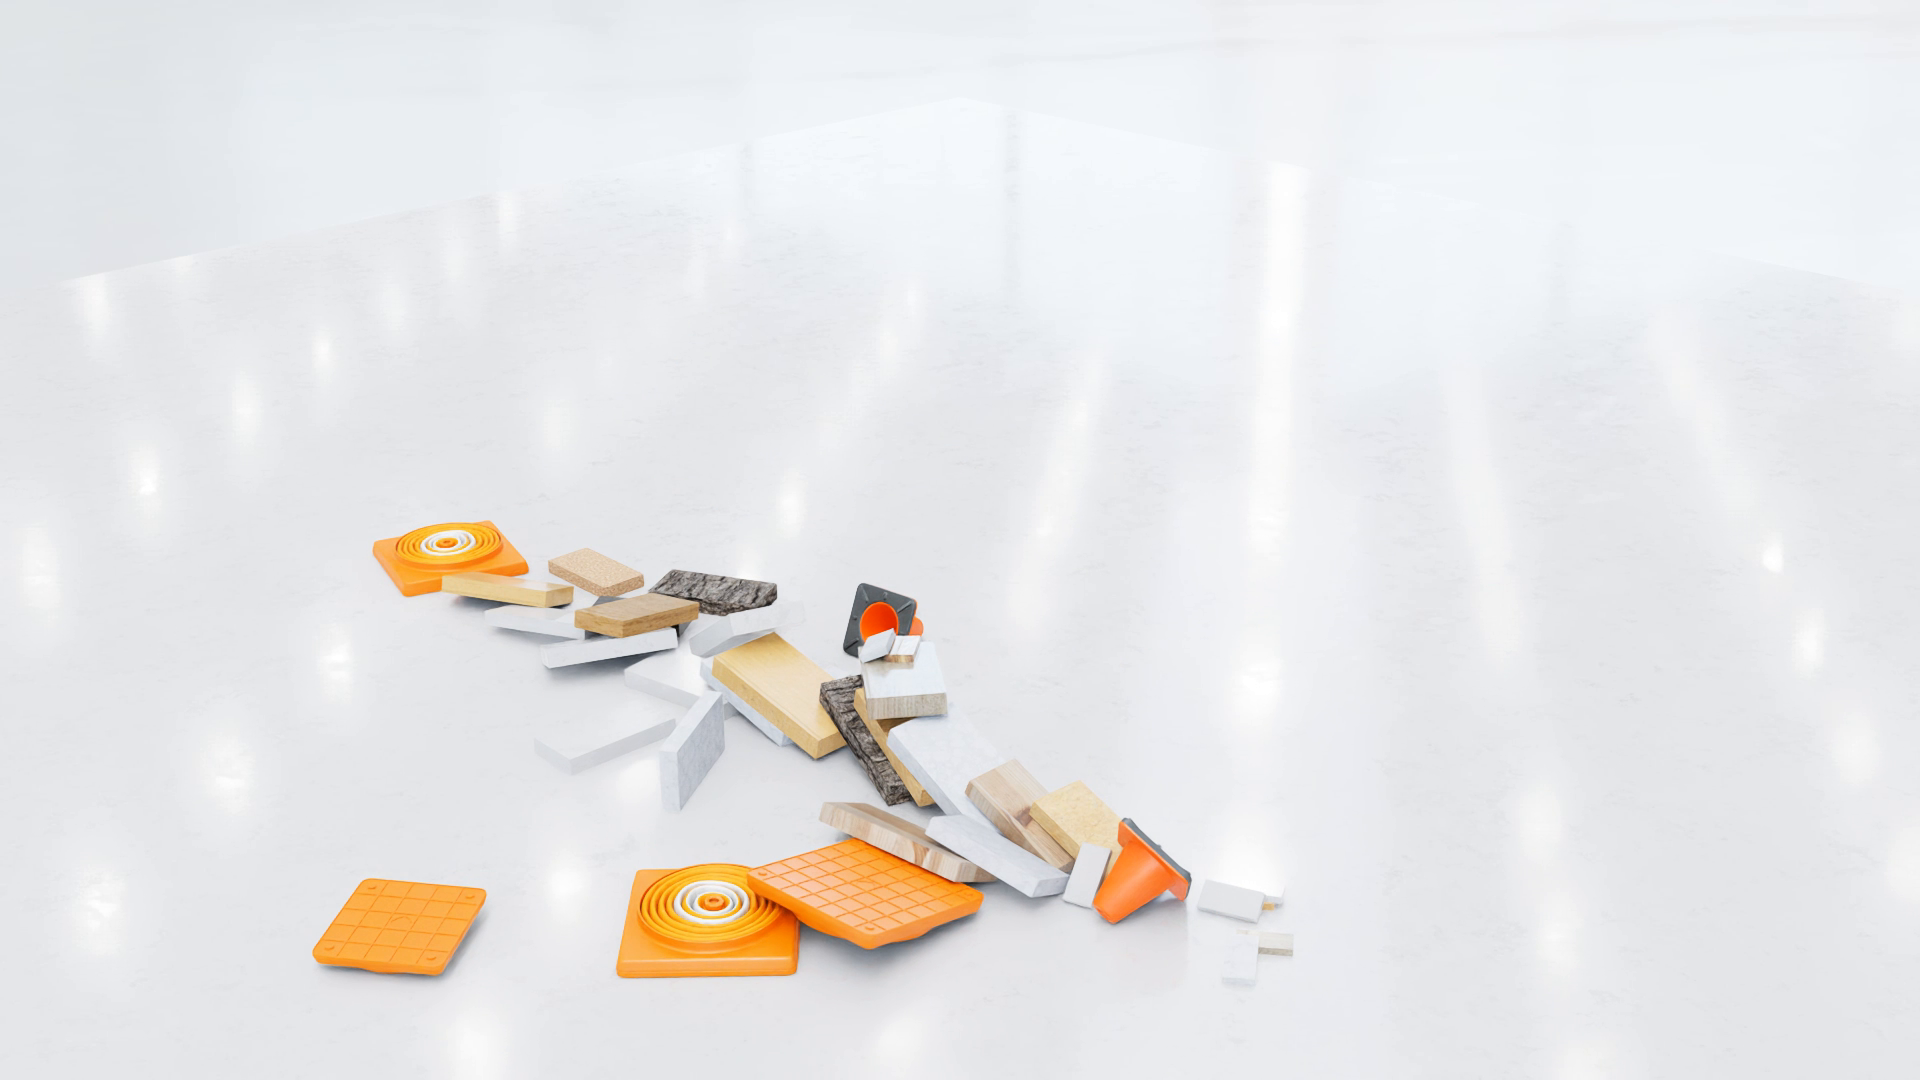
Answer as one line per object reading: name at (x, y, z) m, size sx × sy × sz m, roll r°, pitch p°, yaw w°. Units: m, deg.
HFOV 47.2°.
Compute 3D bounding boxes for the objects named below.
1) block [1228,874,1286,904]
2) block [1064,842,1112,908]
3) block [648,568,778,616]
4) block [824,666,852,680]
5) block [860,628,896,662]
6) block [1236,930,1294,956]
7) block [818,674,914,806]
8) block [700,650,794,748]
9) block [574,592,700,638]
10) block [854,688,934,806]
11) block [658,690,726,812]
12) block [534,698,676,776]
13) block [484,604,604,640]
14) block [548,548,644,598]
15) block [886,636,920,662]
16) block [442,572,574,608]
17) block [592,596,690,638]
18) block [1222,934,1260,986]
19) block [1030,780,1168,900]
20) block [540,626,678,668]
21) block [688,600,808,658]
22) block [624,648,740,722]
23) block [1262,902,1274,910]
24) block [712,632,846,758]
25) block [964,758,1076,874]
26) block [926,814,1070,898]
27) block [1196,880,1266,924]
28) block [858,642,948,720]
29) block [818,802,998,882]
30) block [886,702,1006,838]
block at (0.559, 0.659, 4.150) m, size 0.104 × 0.015 × 0.052 m, roll 7°, pitch 24°, yaw 16°
block at (0.242, 0.633, 4.153) m, size 0.058 × 0.016 × 0.116 m, roll 12°, pitch 68°, yaw 26°
block at (-0.606, 0.134, 5.394) m, size 0.283 × 0.040 × 0.141 m, roll 7°, pitch 24°, yaw 17°
block at (-0.309, 0.322, 4.981) m, size 0.060 × 0.017 × 0.120 m, roll 19°, pitch 30°, yaw 38°
block at (-0.175, 0.225, 4.683) m, size 0.060 × 0.017 × 0.120 m, roll -20°, pitch 13°, yaw 12°
block at (0.555, 0.735, 4.010) m, size 0.104 × 0.015 × 0.052 m, roll 3°, pitch 23°, yaw 8°
block at (-0.145, 0.409, 4.619) m, size 0.174 × 0.049 × 0.347 m, roll -11°, pitch 40°, yaw -26°
block at (-0.424, 0.336, 4.832) m, size 0.148 × 0.042 × 0.295 m, roll -20°, pitch 43°, yaw -39°
block at (-0.751, 0.174, 5.125) m, size 0.141 × 0.040 × 0.283 m, roll 10°, pitch 12°, yaw 29°
block at (-0.079, 0.411, 4.549) m, size 0.162 × 0.046 × 0.323 m, roll -11°, pitch 40°, yaw -25°
block at (-0.554, 0.435, 4.561) m, size 0.039 × 0.136 × 0.273 m, roll 5°, pitch 24°, yaw 13°
block at (-0.761, 0.419, 4.723) m, size 0.273 × 0.039 × 0.136 m, roll -20°, pitch 30°, yaw -39°
block at (-0.967, 0.192, 5.195) m, size 0.299 × 0.034 × 0.120 m, roll 6°, pitch 10°, yaw 29°
block at (-0.914, 0.084, 5.520) m, size 0.120 × 0.034 × 0.239 m, roll -21°, pitch 31°, yaw -40°
block at (-0.121, 0.232, 4.683) m, size 0.060 × 0.017 × 0.120 m, roll -1°, pitch 16°, yaw 7°
block at (-1.104, 0.120, 5.373) m, size 0.283 × 0.040 × 0.141 m, roll 8°, pitch 6°, yaw 17°
block at (-0.770, 0.183, 5.285) m, size 0.239 × 0.034 × 0.120 m, roll 5°, pitch 23°, yaw 11°
block at (0.504, 0.753, 3.945) m, size 0.058 × 0.016 × 0.116 m, roll 4°, pitch 31°, yaw 10°
block at (0.267, 0.577, 4.248) m, size 0.127 × 0.036 × 0.255 m, roll -20°, pitch 50°, yaw -39°
block at (-0.808, 0.244, 5.057) m, size 0.295 × 0.042 × 0.148 m, roll -9°, pitch 4°, yaw -16°
block at (-0.484, 0.205, 4.985) m, size 0.174 × 0.049 × 0.347 m, roll -11°, pitch -7°, yaw -24°
block at (-0.594, 0.322, 4.948) m, size 0.295 × 0.042 × 0.148 m, roll 16°, pitch 28°, yaw 32°
block at (0.540, 0.676, 4.150) m, size 0.104 × 0.015 × 0.052 m, roll 3°, pitch 23°, yaw 7°
block at (-0.359, 0.333, 4.769) m, size 0.174 × 0.049 × 0.347 m, roll -22°, pitch 45°, yaw -41°
block at (0.141, 0.545, 4.303) m, size 0.127 × 0.036 × 0.255 m, roll -22°, pitch 54°, yaw -40°
block at (0.071, 0.599, 4.184) m, size 0.255 × 0.036 × 0.127 m, roll 27°, pitch 9°, yaw 29°
block at (0.507, 0.675, 4.112) m, size 0.116 × 0.016 × 0.058 m, roll 10°, pitch 57°, yaw 22°
block at (-0.122, 0.291, 4.593) m, size 0.162 × 0.046 × 0.323 m, roll -4°, pitch 16°, yaw -5°
block at (-0.099, 0.584, 4.265) m, size 0.351 × 0.039 × 0.136 m, roll 18°, pitch 4°, yaw 36°
block at (0.014, 0.475, 4.407) m, size 0.162 × 0.046 × 0.323 m, roll -22°, pitch 55°, yaw -33°
